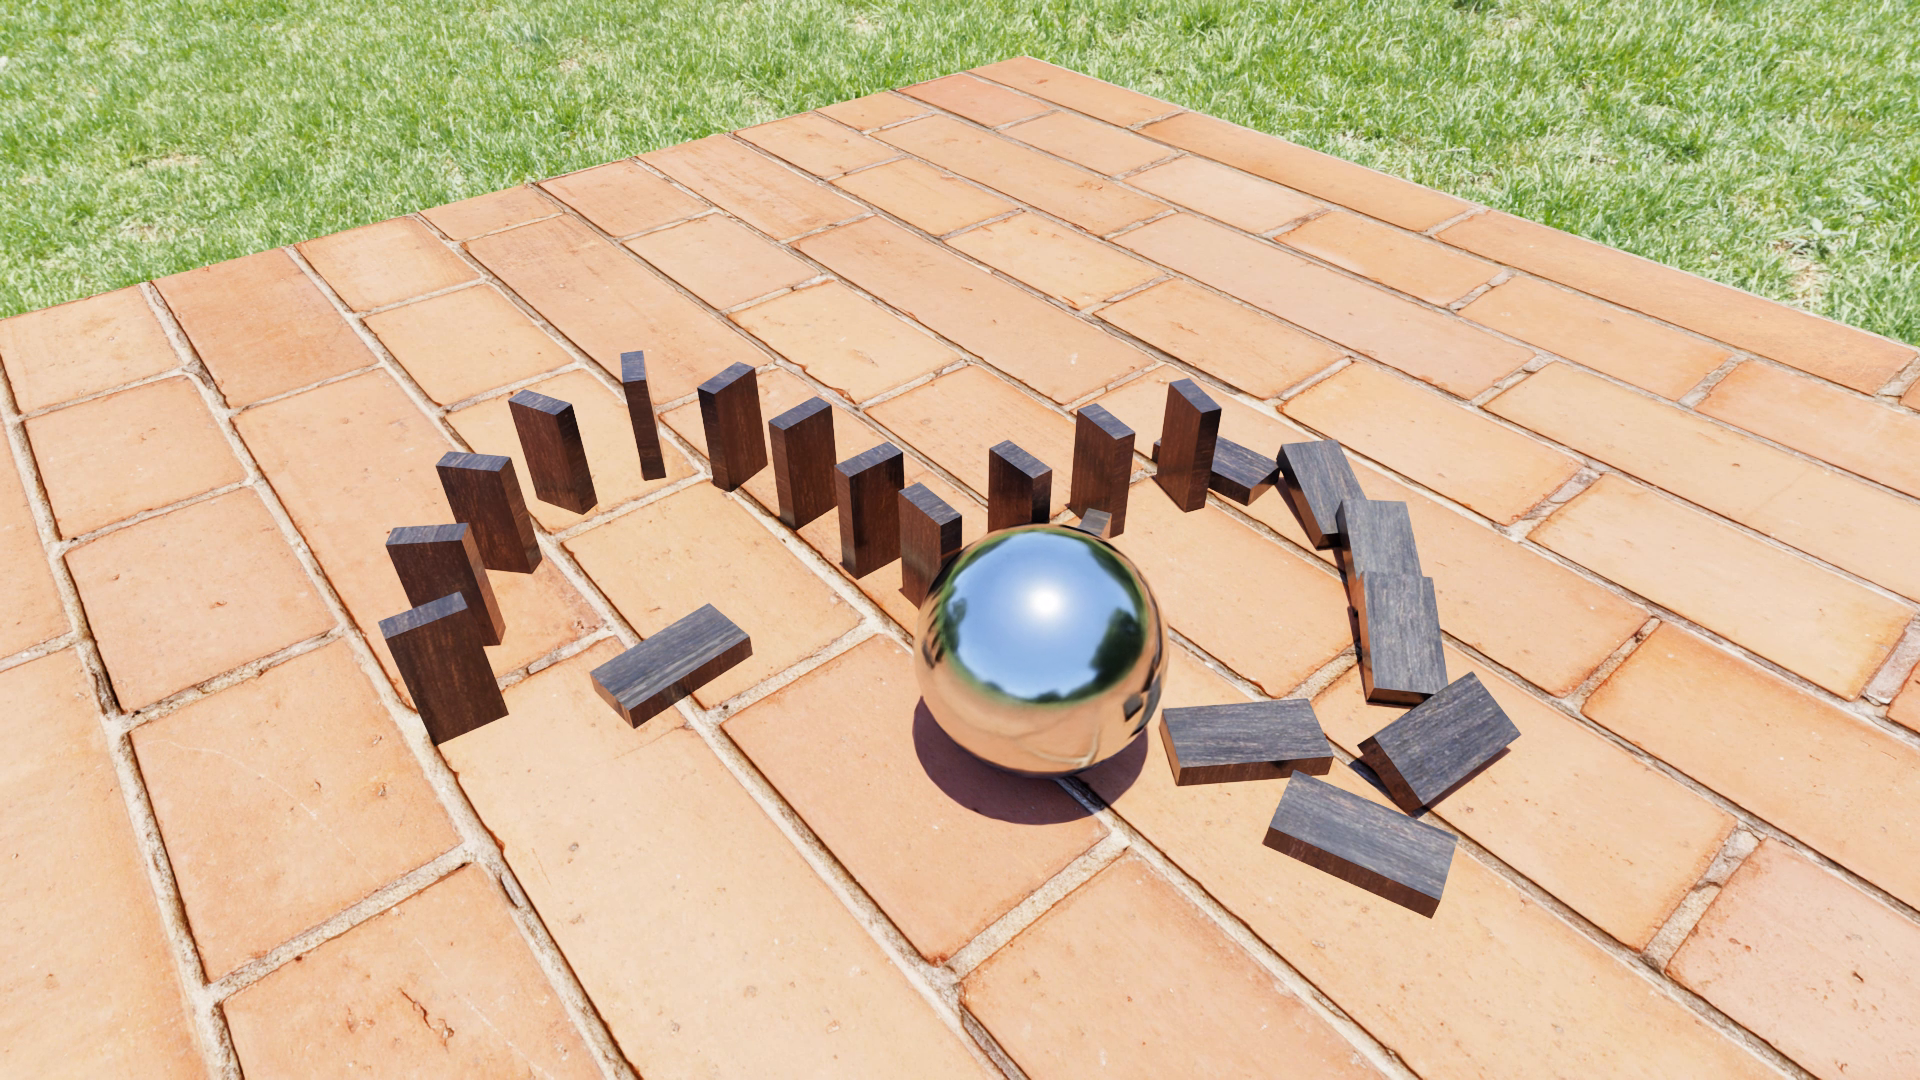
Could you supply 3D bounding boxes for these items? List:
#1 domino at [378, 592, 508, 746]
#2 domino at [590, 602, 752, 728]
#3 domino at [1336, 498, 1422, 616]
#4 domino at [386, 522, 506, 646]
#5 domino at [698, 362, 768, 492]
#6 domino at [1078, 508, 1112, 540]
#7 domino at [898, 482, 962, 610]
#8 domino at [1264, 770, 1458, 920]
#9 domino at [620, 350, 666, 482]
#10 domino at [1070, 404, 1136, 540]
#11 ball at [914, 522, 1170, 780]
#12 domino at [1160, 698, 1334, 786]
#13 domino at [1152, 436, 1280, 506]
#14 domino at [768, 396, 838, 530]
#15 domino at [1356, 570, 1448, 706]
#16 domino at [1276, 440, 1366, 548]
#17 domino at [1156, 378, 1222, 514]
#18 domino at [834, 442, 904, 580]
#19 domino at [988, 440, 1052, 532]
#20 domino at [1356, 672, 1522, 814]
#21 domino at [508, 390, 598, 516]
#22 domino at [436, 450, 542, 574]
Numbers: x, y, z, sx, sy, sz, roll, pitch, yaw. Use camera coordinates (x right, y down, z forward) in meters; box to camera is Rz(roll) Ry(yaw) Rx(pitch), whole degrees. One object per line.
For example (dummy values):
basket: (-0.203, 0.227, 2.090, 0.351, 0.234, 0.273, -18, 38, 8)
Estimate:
domino: (-0.168, 0.043, 0.359, 0.025, 0.050, 0.009, -24, 45, -26)
domino: (-0.102, 0.044, 0.390, 0.025, 0.009, 0.050, 32, 49, 33)
domino: (0.163, 0.007, 0.426, 0.025, 0.010, 0.050, 3, 53, 3)
domino: (-0.182, 0.017, 0.390, 0.025, 0.050, 0.009, -4, 39, -5)
domino: (-0.097, -0.048, 0.470, 0.010, 0.050, 0.025, 22, 44, 25)
domino: (0.045, 0.013, 0.415, 0.010, 0.025, 0.050, 14, 41, 17)
domino: (-0.011, 0.006, 0.404, 0.009, 0.050, 0.025, -26, 46, -28)
domino: (0.121, 0.091, 0.332, 0.050, 0.010, 0.025, 20, 44, 23)
domino: (-0.137, -0.054, 0.477, 0.009, 0.050, 0.025, -10, 40, -12)
domino: (0.057, -0.027, 0.445, 0.010, 0.050, 0.025, -21, 44, -24)
ball: (0.025, 0.034, 0.346, 0.080, 0.080, 0.080, 0, 39, 0)
domino: (0.094, 0.066, 0.362, 0.050, 0.010, 0.025, -3, 39, -4)
domino: (0.113, -0.034, 0.485, 0.050, 0.010, 0.025, 31, 48, 32)
domino: (-0.063, -0.031, 0.449, 0.010, 0.050, 0.025, 30, 48, 31)
domino: (0.157, 0.035, 0.392, 0.025, 0.010, 0.050, 5, 52, 6)
domino: (0.153, -0.020, 0.460, 0.025, 0.009, 0.050, -6, 52, -7)
domino: (0.095, -0.039, 0.459, 0.009, 0.050, 0.025, -14, 41, -17)
domino: (-0.034, -0.011, 0.425, 0.025, 0.050, 0.009, -28, 47, -30)
domino: (0.023, -0.011, 0.425, 0.009, 0.050, 0.025, -27, 47, -29)
domino: (0.156, 0.065, 0.357, 0.050, 0.010, 0.025, -23, 70, -26)
domino: (-0.168, -0.036, 0.455, 0.025, 0.050, 0.010, 18, 42, 20)
domino: (-0.181, -0.010, 0.424, 0.025, 0.050, 0.010, 6, 40, 7)
